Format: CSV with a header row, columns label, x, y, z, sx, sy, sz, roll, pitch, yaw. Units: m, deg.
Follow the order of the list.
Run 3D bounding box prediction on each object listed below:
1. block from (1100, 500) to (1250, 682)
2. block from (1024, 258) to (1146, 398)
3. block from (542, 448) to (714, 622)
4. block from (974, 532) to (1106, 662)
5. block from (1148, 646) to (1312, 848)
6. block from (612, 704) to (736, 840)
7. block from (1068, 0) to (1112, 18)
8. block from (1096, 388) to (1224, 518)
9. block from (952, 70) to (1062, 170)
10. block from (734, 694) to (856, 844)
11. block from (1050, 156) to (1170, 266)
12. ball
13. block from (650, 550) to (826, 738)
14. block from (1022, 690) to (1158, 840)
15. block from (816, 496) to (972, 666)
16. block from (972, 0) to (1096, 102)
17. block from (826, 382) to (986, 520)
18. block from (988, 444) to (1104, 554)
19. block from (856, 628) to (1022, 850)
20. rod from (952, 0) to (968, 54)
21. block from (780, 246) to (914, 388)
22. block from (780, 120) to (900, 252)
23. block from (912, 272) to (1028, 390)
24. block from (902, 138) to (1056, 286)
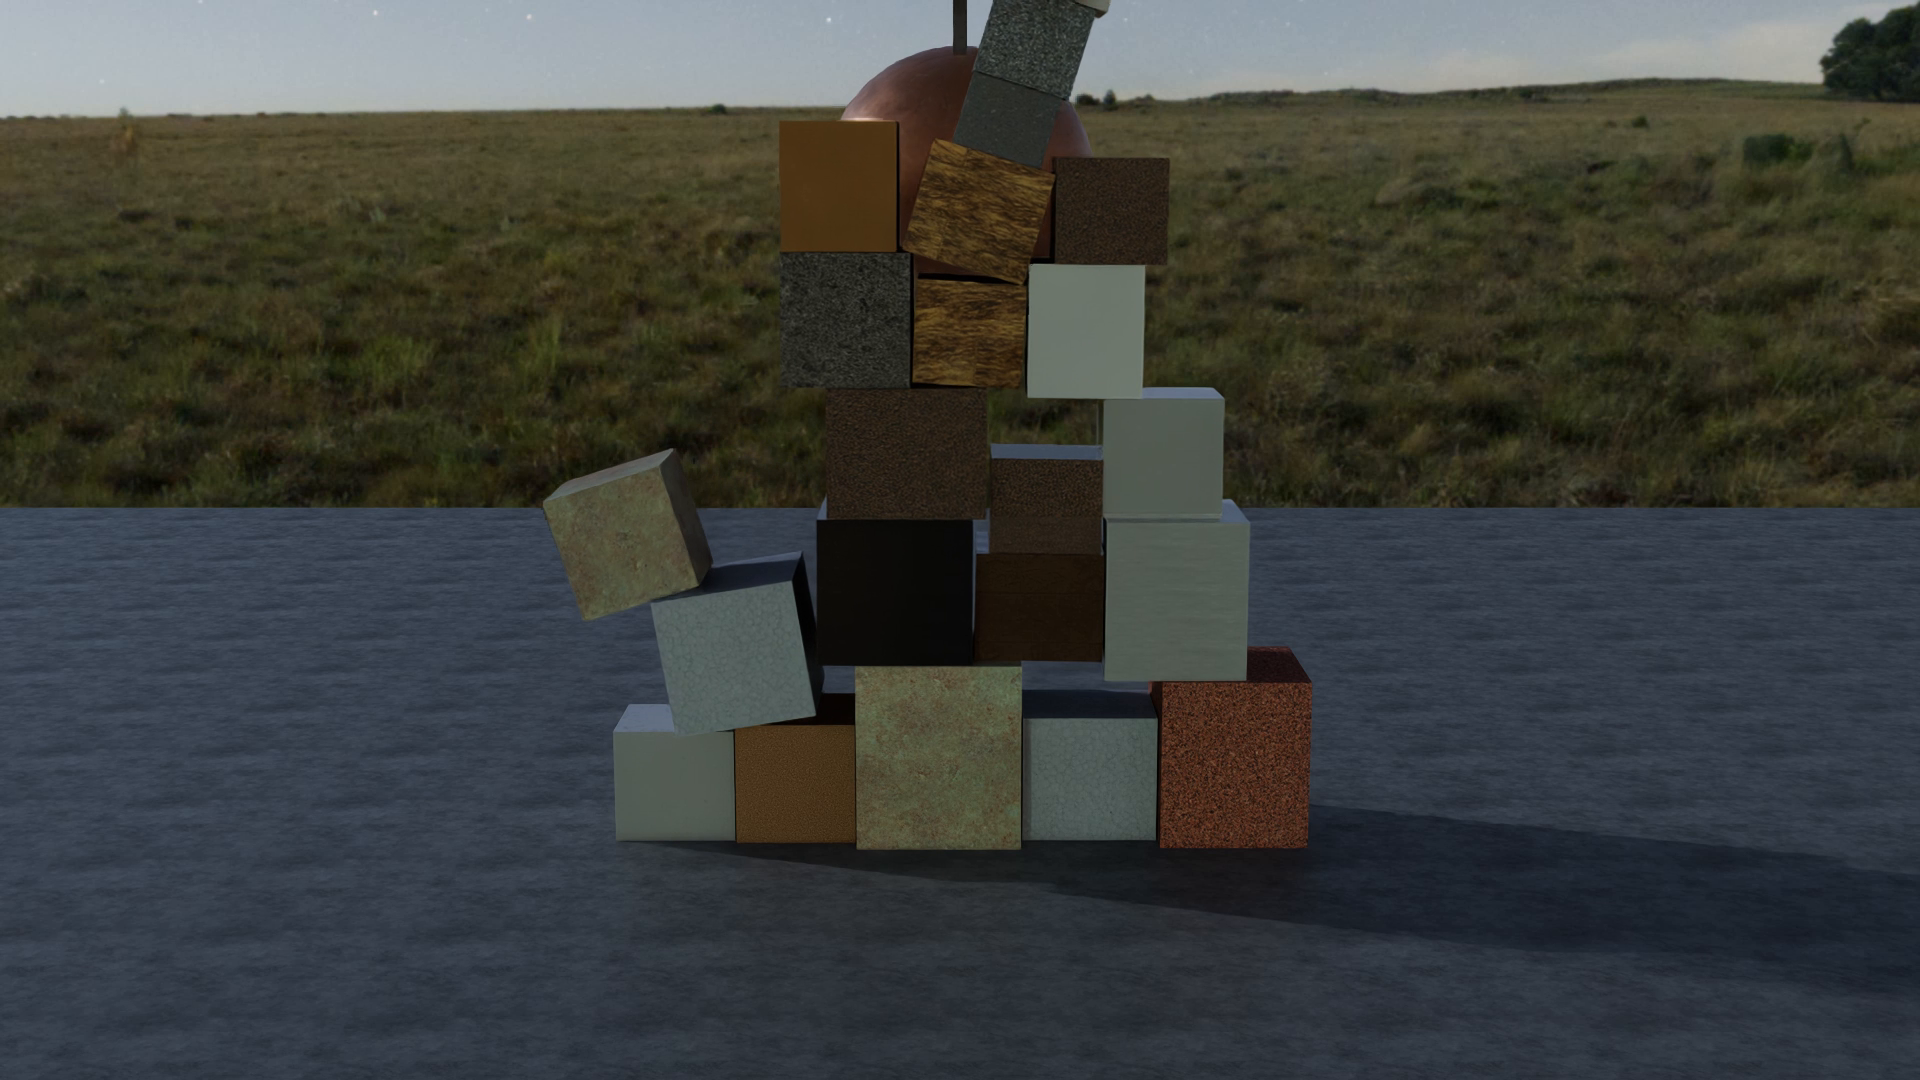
label,x,y,z,sx,sy,sz,roll,pitch,yaw
block,1.071,0.244,11.216,0.703,0.797,0.730,0,10,0
block,0.615,-1.065,11.002,0.568,0.657,0.535,0,10,0
block,-1.670,-0.038,11.159,0.603,0.627,0.660,-17,10,3
block,0.395,0.283,11.235,0.638,0.539,0.617,1,10,0
block,1.376,1.057,11.363,0.741,0.855,0.800,0,10,0
block,-1.443,1.197,11.385,0.606,0.571,0.550,0,10,0
block,0.521,-2.848,10.650,0.514,0.467,0.561,17,10,-4
block,1.003,-0.446,11.112,0.596,0.597,0.493,0,10,0
block,0.227,-2.061,10.800,0.444,0.355,0.390,17,10,-4
block,-0.828,1.173,11.394,0.602,0.616,0.653,0,10,0
block,0.731,-1.631,10.862,0.542,0.509,0.570,0,10,0
ball,0.000,-2.082,12.910,1.600,1.600,1.600,0,10,0
block,-1.121,0.521,11.272,0.707,0.694,0.798,-9,10,1
block,0.656,1.159,11.408,0.680,0.639,0.593,0,10,0
block,-0.321,0.190,11.205,0.766,0.728,0.807,0,10,0
block,0.356,-2.434,10.743,0.480,0.442,0.467,17,10,-4
block,-0.261,-0.484,11.088,0.782,0.640,0.757,0,10,0
block,0.426,-0.213,11.132,0.551,0.474,0.533,1,10,0
block,-0.106,1.009,11.379,0.823,0.943,0.893,0,10,0
rod,0.000,-5.010,11.183,0.080,5.200,0.080,0,31,0
block,-0.554,-1.122,10.974,0.630,0.653,0.668,0,10,0
block,-0.587,-1.753,10.879,0.561,0.623,0.573,0,10,0
block,0.045,-1.051,10.974,0.534,0.506,0.531,4,10,0
block,0.090,-1.630,10.866,0.609,0.552,0.623,16,10,-3
